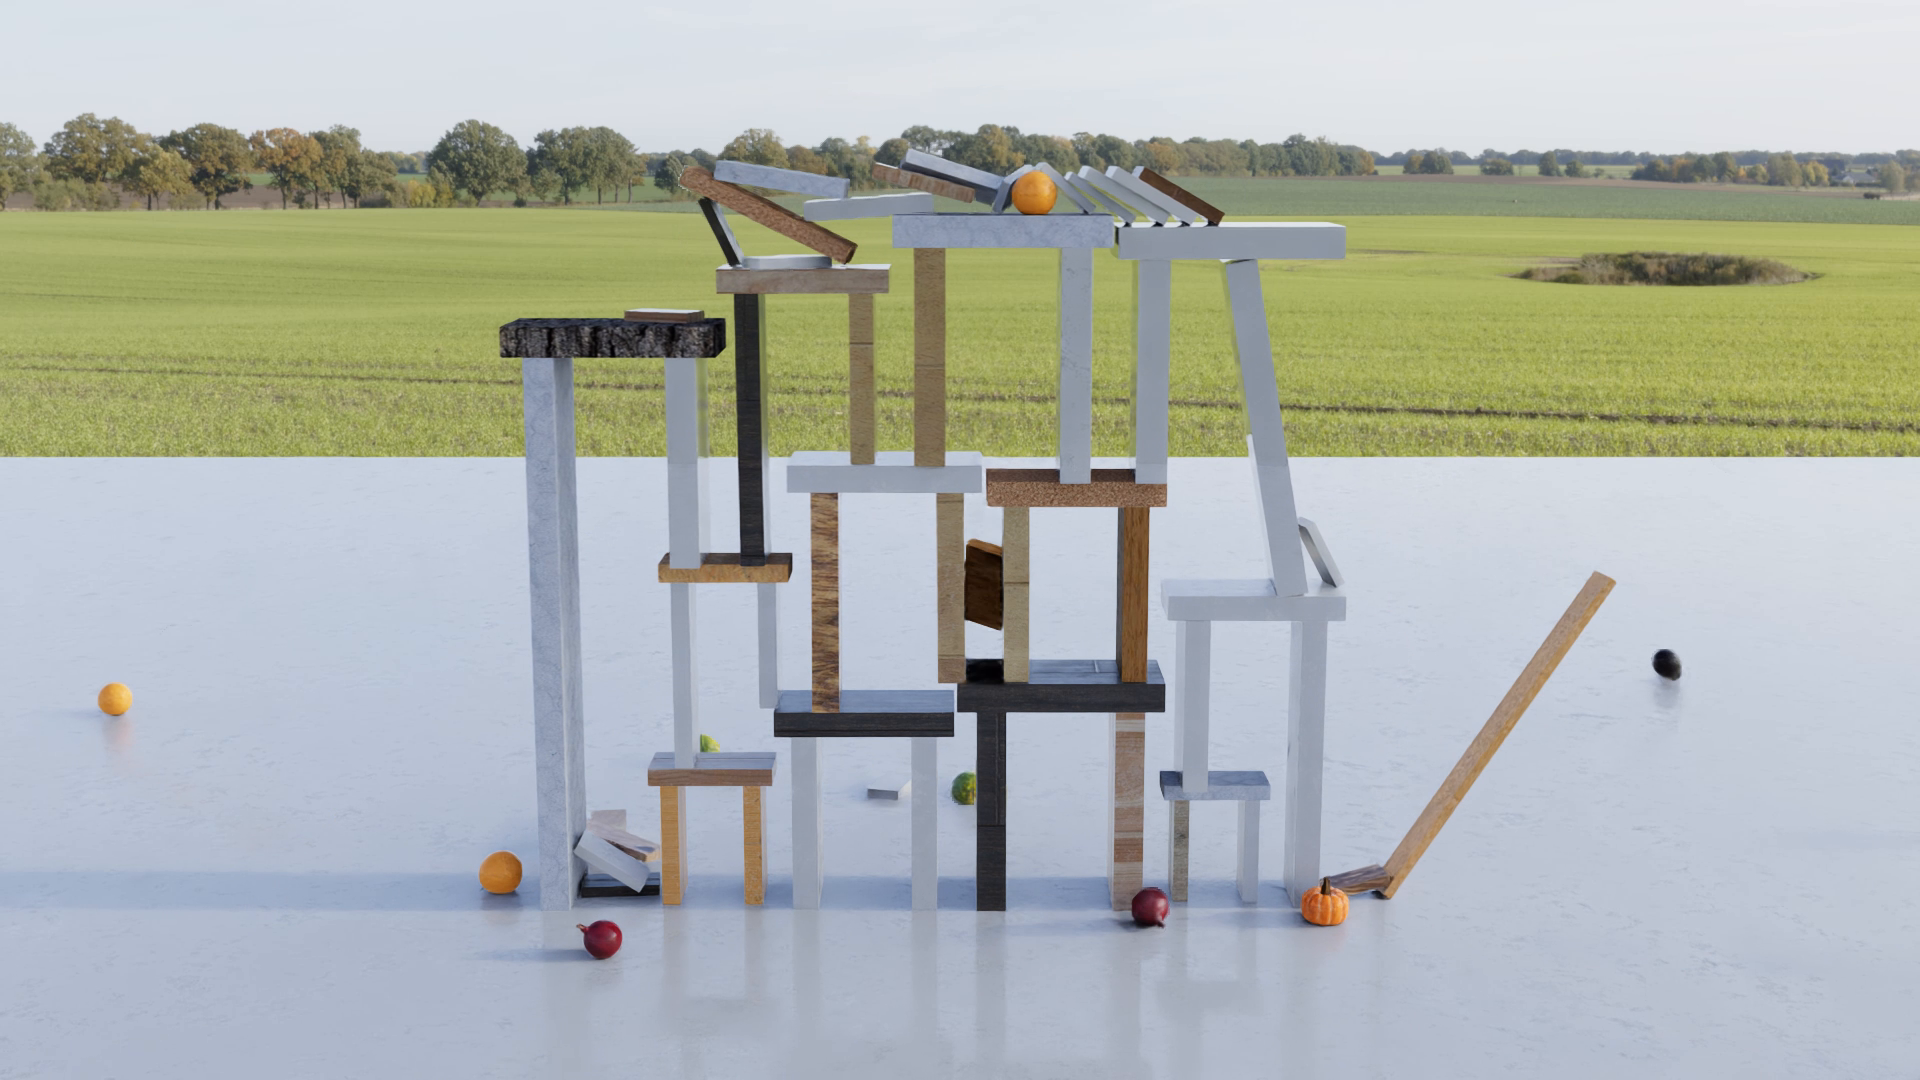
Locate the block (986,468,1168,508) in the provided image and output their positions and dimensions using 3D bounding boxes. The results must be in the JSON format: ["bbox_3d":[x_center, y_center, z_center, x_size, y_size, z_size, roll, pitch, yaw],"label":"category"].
[{"bbox_3d":[0.185,-0.085,3.546,0.284,0.040,0.142,0,11,0],"label":"block"}]

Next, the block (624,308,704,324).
[{"bbox_3d":[-0.474,-0.359,3.525,0.114,0.016,0.057,5,11,23],"label":"block"}]

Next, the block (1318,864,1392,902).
[{"bbox_3d":[0.651,0.570,3.656,0.117,0.017,0.059,-15,12,-4],"label":"block"}]

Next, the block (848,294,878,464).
[{"bbox_3d":[-0.154,-0.264,3.514,0.038,0.268,0.134,0,11,0],"label":"block"}]

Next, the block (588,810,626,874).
[{"bbox_3d":[-0.622,0.540,3.889,0.064,0.018,0.359,-2,11,-8],"label":"block"}]

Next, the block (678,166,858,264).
[{"bbox_3d":[-0.299,-0.513,3.465,0.285,0.029,0.101,26,11,-1],"label":"block"}]

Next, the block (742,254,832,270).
[{"bbox_3d":[-0.271,-0.436,3.449,0.124,0.018,0.062,-6,12,-30],"label":"block"}]

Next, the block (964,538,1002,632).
[{"bbox_3d":[0.046,0.077,3.787,0.081,0.162,0.023,18,39,14],"label":"block"}]

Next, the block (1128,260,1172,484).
[{"bbox_3d":[0.302,-0.277,3.510,0.050,0.350,0.175,0,11,1],"label":"block"}]

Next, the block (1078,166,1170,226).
[{"bbox_3d":[0.257,-0.541,3.456,0.148,0.021,0.074,29,6,-11],"label":"block"}]

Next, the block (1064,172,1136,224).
[{"bbox_3d":[0.220,-0.538,3.463,0.124,0.015,0.054,33,5,-10],"label":"block"}]

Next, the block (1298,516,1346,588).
[{"bbox_3d":[0.584,0.020,3.579,0.017,0.117,0.058,-31,16,-7],"label":"block"}]

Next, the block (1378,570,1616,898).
[{"bbox_3d":[0.883,0.322,3.643,0.017,0.639,0.059,33,5,-12],"label":"block"}]

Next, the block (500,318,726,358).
[{"bbox_3d":[-0.548,-0.322,3.500,0.335,0.047,0.167,0,11,0],"label":"block"}]

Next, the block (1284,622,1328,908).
[{"bbox_3d":[0.568,0.353,3.624,0.040,0.482,0.142,0,11,1],"label":"block"}]

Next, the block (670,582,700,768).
[{"bbox_3d":[-0.449,0.211,3.599,0.029,0.309,0.104,0,11,0],"label":"block"}]

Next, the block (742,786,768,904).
[{"bbox_3d":[-0.339,0.491,3.648,0.029,0.202,0.101,0,11,0],"label":"block"}]

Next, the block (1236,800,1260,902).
[{"bbox_3d":[0.479,0.504,3.658,0.025,0.174,0.087,0,11,0],"label":"block"}]

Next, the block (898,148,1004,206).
[{"bbox_3d":[-0.015,-0.579,3.512,0.162,0.023,0.081,16,-11,-10],"label":"block"}]

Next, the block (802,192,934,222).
[{"bbox_3d":[-0.142,-0.525,3.464,0.202,0.029,0.101,-4,11,0],"label":"block"}]

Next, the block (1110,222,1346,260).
[{"bbox_3d":[0.419,-0.473,3.473,0.350,0.050,0.175,0,11,0],"label":"block"}]

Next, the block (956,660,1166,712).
[{"bbox_3d":[0.162,0.238,3.604,0.334,0.047,0.167,0,11,0],"label":"block"}]

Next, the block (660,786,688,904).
[{"bbox_3d":[-0.474,0.491,3.648,0.029,0.203,0.101,0,11,0],"label":"block"}]

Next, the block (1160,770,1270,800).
[{"bbox_3d":[0.421,0.406,3.640,0.174,0.025,0.087,0,10,0],"label":"block"}]

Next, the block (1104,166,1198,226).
[{"bbox_3d":[0.299,-0.541,3.453,0.148,0.021,0.074,29,6,-10],"label":"block"}]

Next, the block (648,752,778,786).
[{"bbox_3d":[-0.407,0.377,3.626,0.202,0.029,0.101,0,11,0],"label":"block"}]

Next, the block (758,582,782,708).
[{"bbox_3d":[-0.310,0.161,3.591,0.029,0.208,0.104,0,11,0],"label":"block"}]

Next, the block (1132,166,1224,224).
[{"bbox_3d":[0.342,-0.543,3.465,0.148,0.021,0.074,28,6,-10],"label":"block"}]

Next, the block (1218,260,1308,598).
[{"bbox_3d":[0.486,-0.187,3.529,0.050,0.534,0.175,-9,10,5],"label":"block"}]

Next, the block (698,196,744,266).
[{"bbox_3d":[-0.375,-0.488,3.473,0.016,0.114,0.057,-25,6,9],"label":"block"}]

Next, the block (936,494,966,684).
[{"bbox_3d":[-0.014,0.064,3.569,0.044,0.309,0.154,0,11,0],"label":"block"}]

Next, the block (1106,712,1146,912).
[{"bbox_3d":[0.274,0.426,3.639,0.047,0.334,0.167,0,11,0],"label":"block"}]

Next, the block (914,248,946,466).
[{"bbox_3d":[-0.047,-0.298,3.502,0.048,0.340,0.170,0,11,0],"label":"block"}]

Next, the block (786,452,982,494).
[{"bbox_3d":[-0.118,-0.110,3.537,0.309,0.044,0.154,0,11,0],"label":"block"}]

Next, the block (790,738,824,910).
[{"bbox_3d":[-0.252,0.448,3.640,0.041,0.291,0.145,0,11,0],"label":"block"}]

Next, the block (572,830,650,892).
[{"bbox_3d":[-0.577,0.532,3.647,0.128,0.018,0.064,33,14,-8],"label":"block"}]

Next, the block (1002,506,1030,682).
[{"bbox_3d":[0.090,0.075,3.575,0.040,0.284,0.142,0,10,0],"label":"block"}]

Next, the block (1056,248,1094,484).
[{"bbox_3d":[0.181,-0.285,3.505,0.048,0.368,0.170,0,11,0],"label":"block"}]

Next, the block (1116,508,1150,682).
[{"bbox_3d":[0.280,0.075,3.576,0.040,0.284,0.142,0,11,0],"label":"block"}]

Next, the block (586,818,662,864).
[{"bbox_3d":[-0.605,0.526,3.857,0.203,0.016,0.057,14,11,34],"label":"block"}]

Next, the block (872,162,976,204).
[{"bbox_3d":[-0.057,-0.562,3.457,0.162,0.023,0.081,14,10,-3],"label":"block"}]

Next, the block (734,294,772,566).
[{"bbox_3d":[-0.332,-0.183,3.529,0.038,0.433,0.134,0,11,0],"label":"block"}]

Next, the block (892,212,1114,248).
[{"bbox_3d":[0.066,-0.489,3.466,0.340,0.048,0.170,0,11,0],"label":"block"}]

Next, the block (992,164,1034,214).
[{"bbox_3d":[0.086,-0.558,3.490,0.015,0.054,0.107,28,32,11],"label":"block"}]

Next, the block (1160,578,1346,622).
[{"bbox_3d":[0.475,0.097,3.576,0.283,0.040,0.142,0,11,0],"label":"block"}]

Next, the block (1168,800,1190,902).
[{"bbox_3d":[0.363,0.504,3.658,0.025,0.174,0.087,0,10,0],"label":"block"}]

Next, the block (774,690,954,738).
[{"bbox_3d":[-0.155,0.284,3.610,0.291,0.041,0.145,0,11,0],"label":"block"}]

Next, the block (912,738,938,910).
[{"bbox_3d":[-0.058,0.448,3.640,0.041,0.291,0.145,0,11,0],"label":"block"}]

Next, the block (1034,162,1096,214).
[{"bbox_3d":[0.165,-0.555,3.464,0.107,0.015,0.054,39,2,-14],"label":"block"}]

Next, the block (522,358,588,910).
[{"bbox_3d":[-0.658,0.145,3.587,0.047,0.904,0.167,0,11,1],"label":"block"}]

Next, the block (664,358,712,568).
[{"bbox_3d":[-0.436,-0.135,3.536,0.047,0.335,0.167,0,11,0],"label":"block"}]

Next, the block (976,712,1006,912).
[{"bbox_3d":[0.051,0.426,3.639,0.047,0.334,0.167,0,11,0],"label":"block"}]

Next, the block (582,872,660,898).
[{"bbox_3d":[-0.568,0.578,3.685,0.128,0.018,0.064,-1,11,-6],"label":"block"}]

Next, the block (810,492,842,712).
[{"bbox_3d":[-0.216,0.088,3.575,0.044,0.358,0.154,0,11,-1],"label":"block"}]

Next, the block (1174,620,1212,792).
[{"bbox_3d":[0.380,0.256,3.603,0.040,0.283,0.142,0,10,0],"label":"block"}]

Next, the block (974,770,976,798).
[{"bbox_3d":[0.058,0.473,4.253,0.062,0.018,0.124,0,11,1],"label":"block"}]

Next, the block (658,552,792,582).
[{"bbox_3d":[-0.379,0.045,3.569,0.208,0.029,0.104,0,11,0],"label":"block"}]

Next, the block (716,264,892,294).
[{"bbox_3d":[-0.245,-0.415,3.486,0.268,0.038,0.134,0,11,0],"label":"block"}]

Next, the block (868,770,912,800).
[{"bbox_3d":[-0.129,0.474,4.248,0.062,0.018,0.124,3,11,17],"label":"block"}]

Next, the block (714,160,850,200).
[{"bbox_3d":[-0.278,-0.567,3.459,0.203,0.029,0.101,9,11,0],"label":"block"}]
